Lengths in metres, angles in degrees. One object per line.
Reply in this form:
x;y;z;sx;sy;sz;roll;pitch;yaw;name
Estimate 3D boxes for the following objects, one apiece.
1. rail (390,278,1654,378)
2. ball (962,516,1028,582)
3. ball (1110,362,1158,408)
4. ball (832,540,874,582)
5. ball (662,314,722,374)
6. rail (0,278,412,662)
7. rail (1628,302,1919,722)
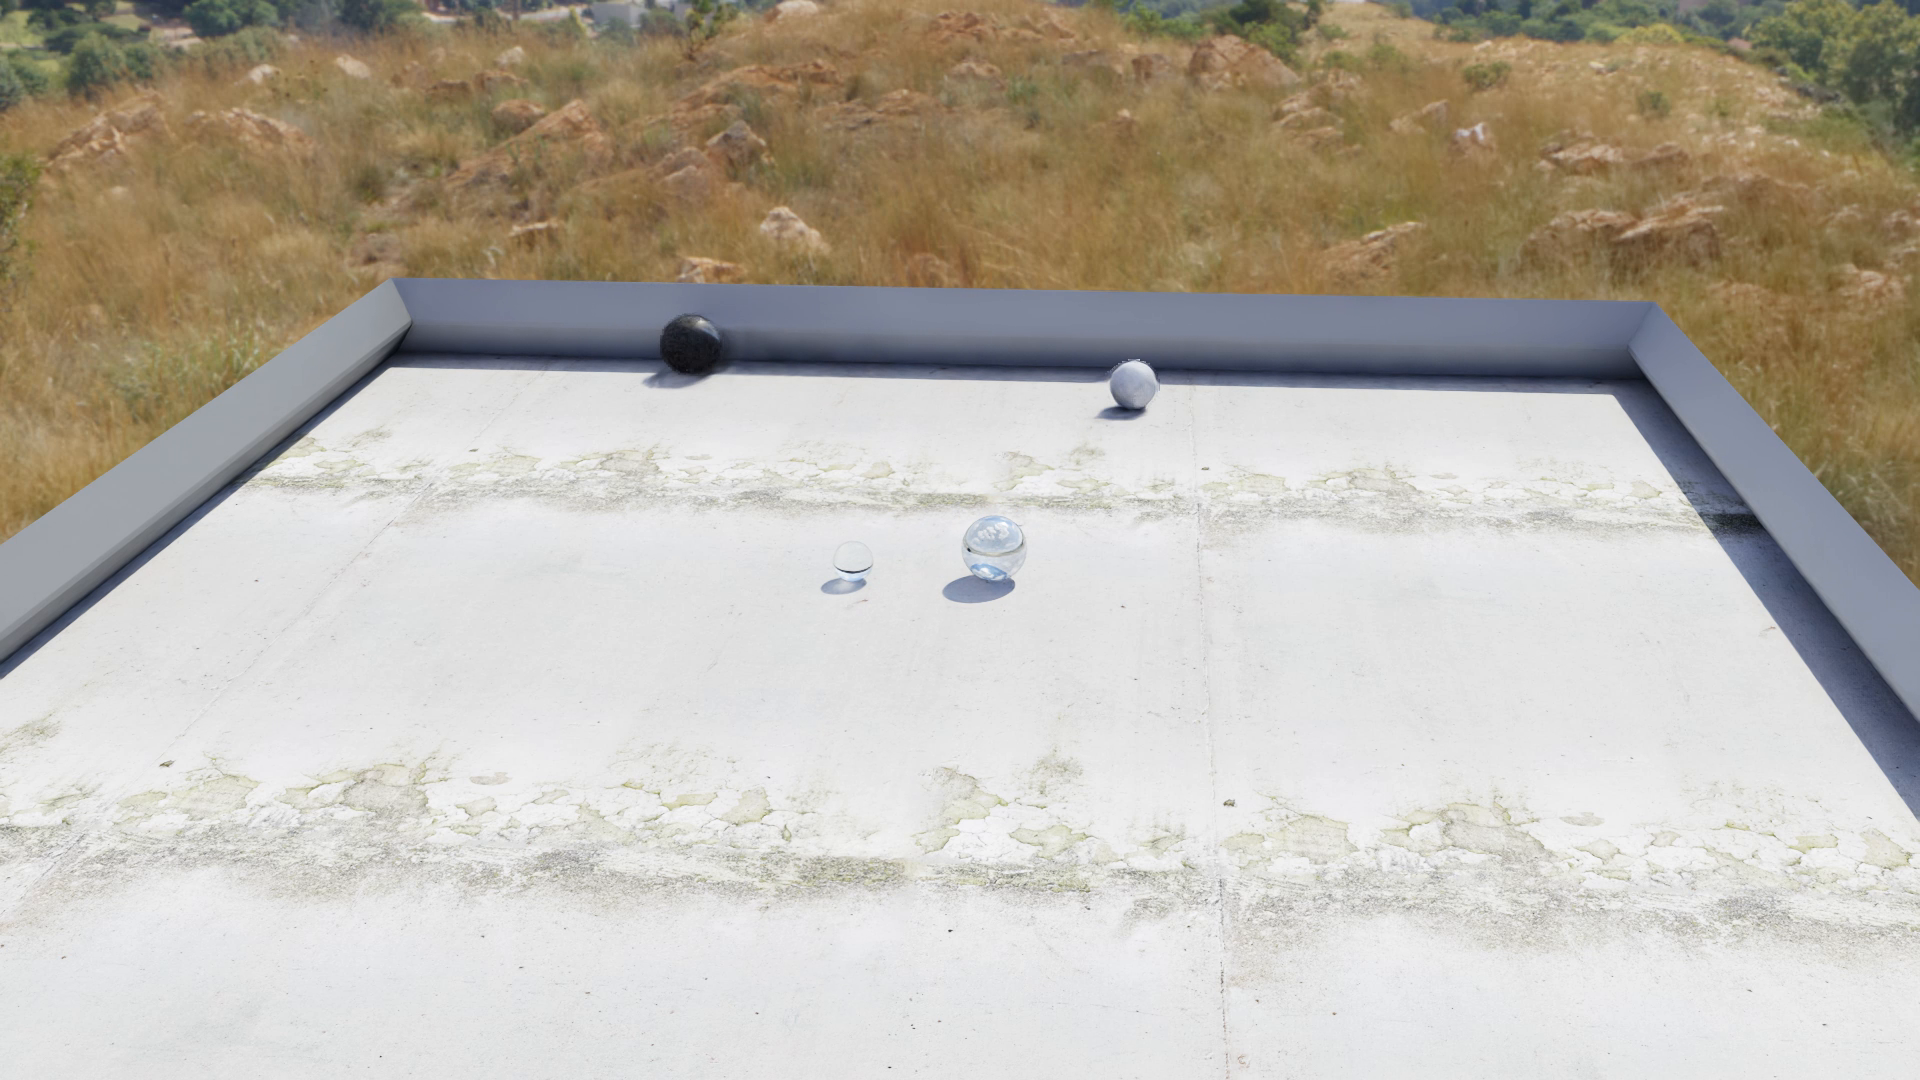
0.074;-0.324;3.404;1.964;0.119;0.045;2;20;4;rail
0.040;0.010;2.535;0.077;0.077;0.077;0;20;0;ball
0.253;-0.226;3.204;0.069;0.069;0.069;0;20;0;ball
-0.123;0.024;2.537;0.047;0.047;0.047;0;20;0;ball
-0.412;-0.301;3.382;0.092;0.092;0.092;0;20;0;ball
-1.030;0.252;1.790;0.045;0.119;3.645;2;20;4;rail
0.879;0.306;1.641;0.045;0.119;3.645;2;20;4;rail
